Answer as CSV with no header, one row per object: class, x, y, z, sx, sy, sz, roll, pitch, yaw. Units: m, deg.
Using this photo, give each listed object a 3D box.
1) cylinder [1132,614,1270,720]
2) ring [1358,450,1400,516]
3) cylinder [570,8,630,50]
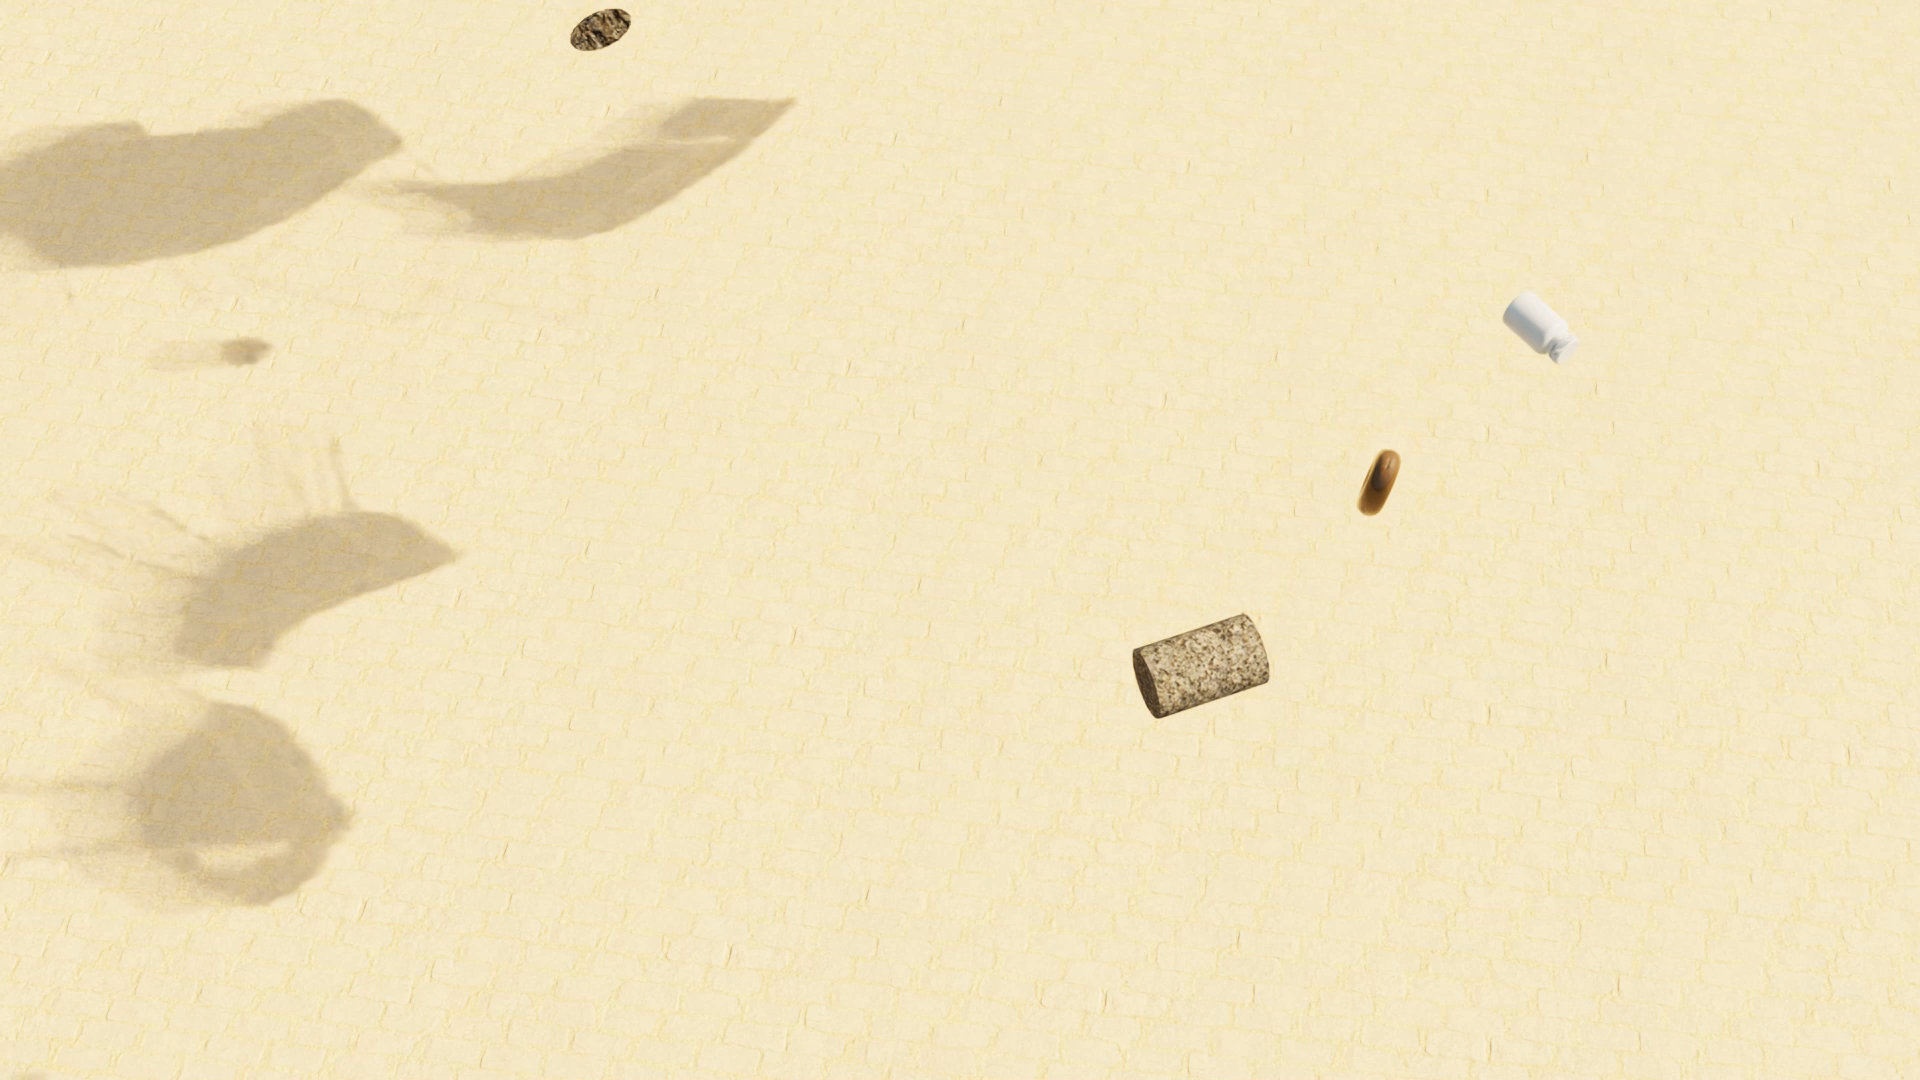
cylinder,0.388,0.203,3.545,0.189,0.119,0.121,-17,17,-9
ring,0.576,-0.079,3.026,0.036,0.140,0.087,21,72,7
cylinder,-0.795,-1.128,4.863,0.139,0.076,0.052,-28,17,-8
